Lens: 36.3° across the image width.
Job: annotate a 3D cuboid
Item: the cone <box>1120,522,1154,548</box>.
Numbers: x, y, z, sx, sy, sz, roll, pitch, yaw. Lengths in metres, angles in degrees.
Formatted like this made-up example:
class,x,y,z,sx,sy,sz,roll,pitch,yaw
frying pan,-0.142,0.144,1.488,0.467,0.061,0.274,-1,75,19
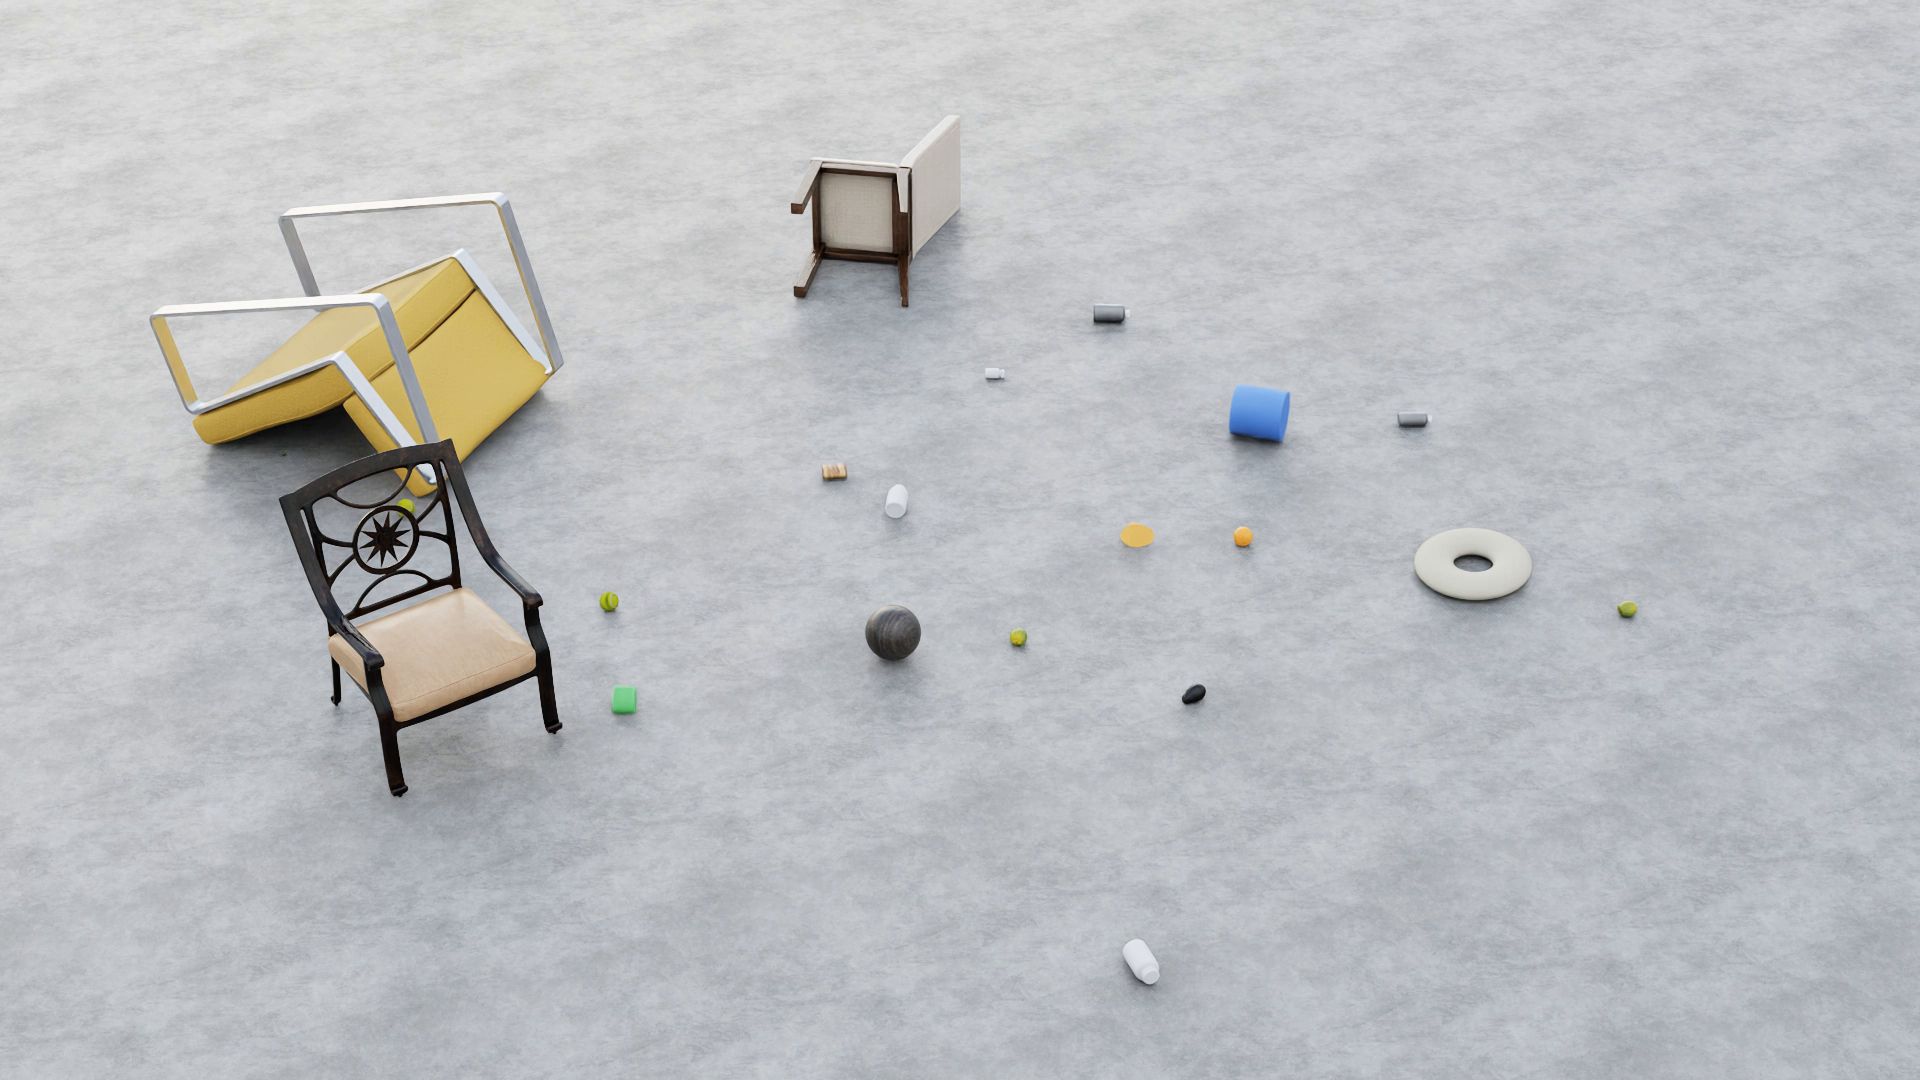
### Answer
class,x,y,z,sx,sy,sz,roll,pitch,yaw
cone,0.651,-0.042,10.969,0.128,0.089,0.169,3,18,-7

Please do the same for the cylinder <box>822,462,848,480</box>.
class,x,y,z,sx,sy,sz,roll,pitch,yaw
cylinder,-0.485,-0.266,11.308,0.095,0.044,0.081,-4,32,-7

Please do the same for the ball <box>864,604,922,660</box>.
class,x,y,z,sx,sy,sz,roll,pitch,yaw
ball,-0.234,0.324,10.274,0.197,0.197,0.197,0,33,0

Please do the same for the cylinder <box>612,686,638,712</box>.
class,x,y,z,sx,sy,sz,roll,pitch,yaw
cylinder,-1.149,0.544,10.052,0.073,0.070,0.096,1,51,1

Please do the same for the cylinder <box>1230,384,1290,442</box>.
class,x,y,z,sx,sy,sz,roll,pitch,yaw
cylinder,1.178,-0.499,11.520,0.201,0.196,0.204,9,-9,14

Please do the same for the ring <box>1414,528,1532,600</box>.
class,x,y,z,sx,sy,sz,roll,pitch,yaw
ring,1.881,0.086,10.748,0.451,0.073,0.417,-28,43,-34
